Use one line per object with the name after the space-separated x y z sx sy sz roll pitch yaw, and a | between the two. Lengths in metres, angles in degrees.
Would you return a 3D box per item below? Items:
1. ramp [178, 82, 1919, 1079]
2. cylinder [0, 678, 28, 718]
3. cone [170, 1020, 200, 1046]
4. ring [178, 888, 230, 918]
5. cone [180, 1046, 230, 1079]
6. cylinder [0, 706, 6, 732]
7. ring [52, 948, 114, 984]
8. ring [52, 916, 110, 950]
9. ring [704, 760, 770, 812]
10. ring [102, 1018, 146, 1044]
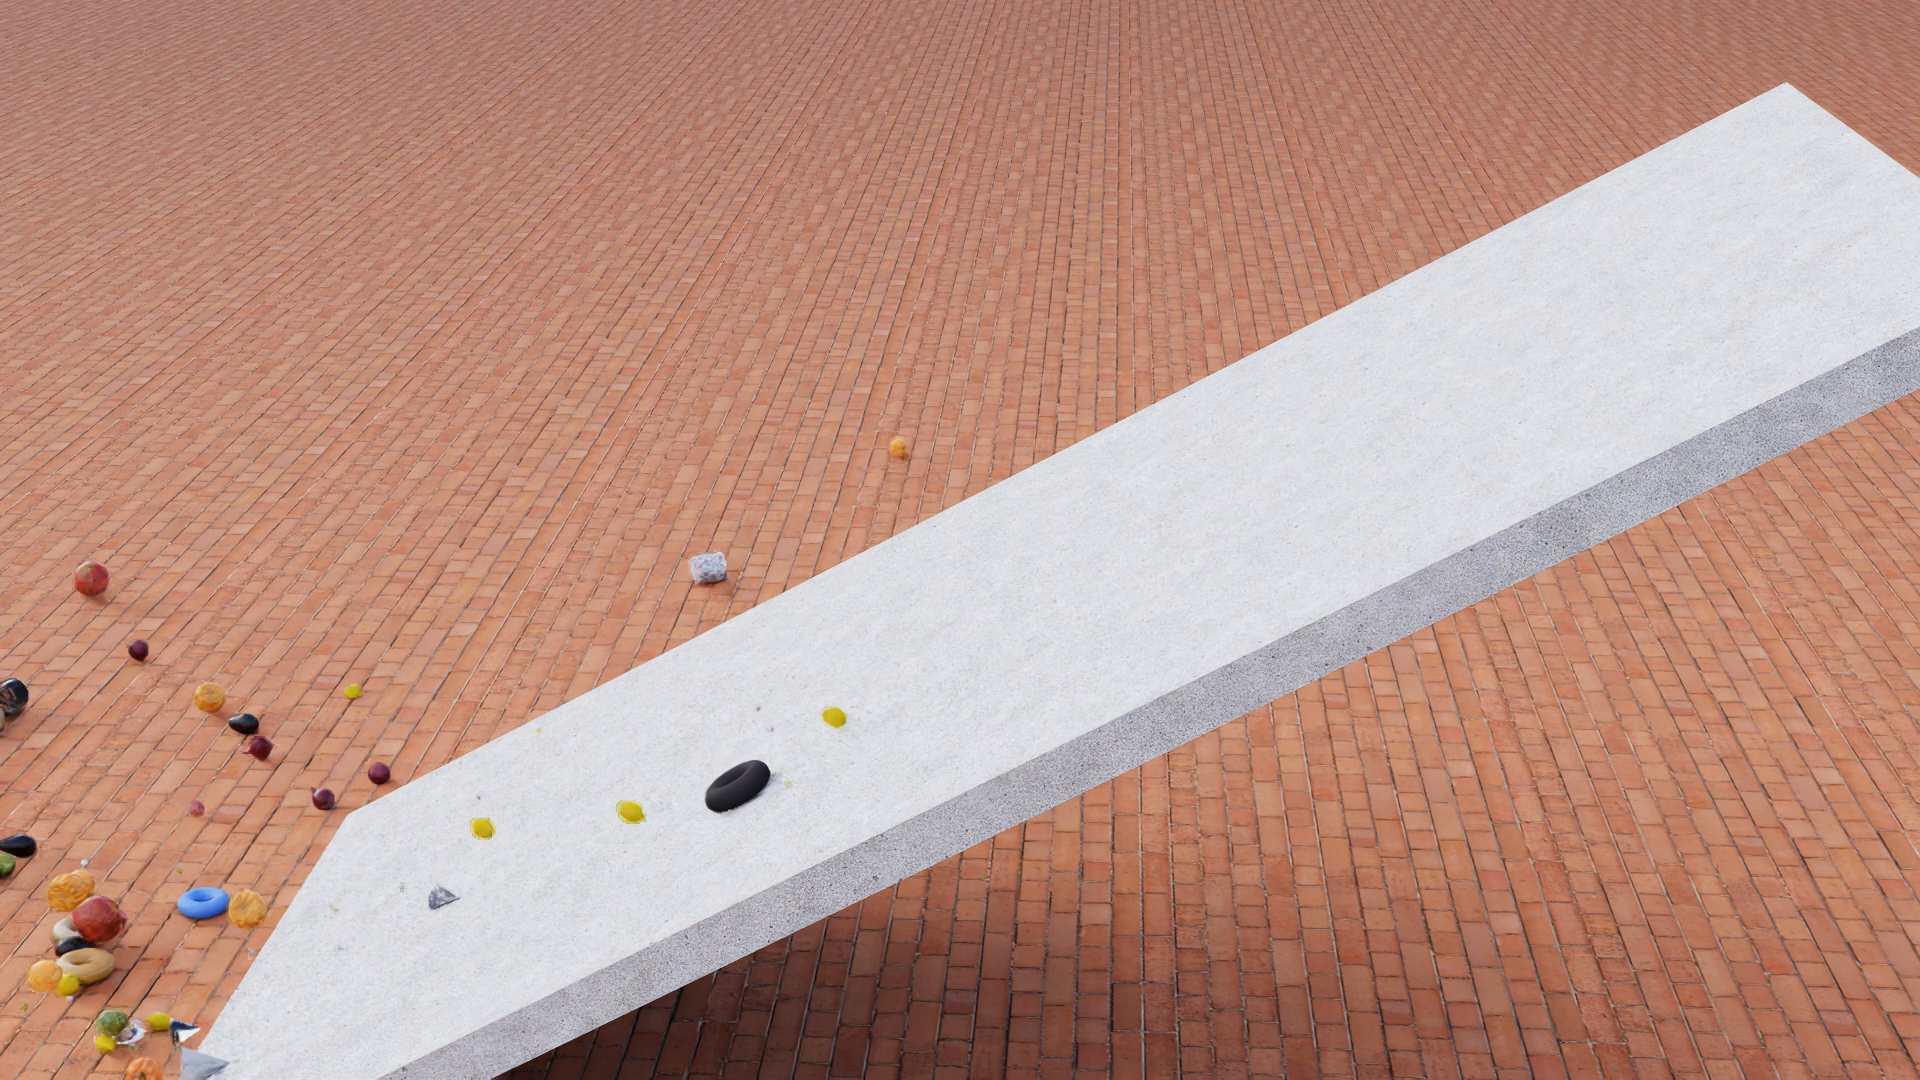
0.141 0.167 6.282 4.000 0.100 2.000 -27 14 11 | ramp
-2.764 0.459 8.518 0.091 0.091 0.091 6 19 17 | cylinder
-1.706 1.083 6.499 0.063 0.063 0.063 -9 19 -8 | cone
-1.862 0.894 7.243 0.126 0.042 0.126 1 18 0 | ring
-1.571 1.098 6.138 0.097 0.097 0.097 -6 19 -20 | cone
-2.774 0.512 8.365 0.085 0.085 0.085 -15 23 -37 | cylinder
-2.055 1.001 6.898 0.142 0.047 0.142 -1 16 0 | ring
-2.113 0.944 7.073 0.135 0.045 0.135 5 19 -2 | ring
-0.454 0.501 5.991 0.148 0.049 0.148 -29 13 7 | ring
-1.878 1.102 6.605 0.095 0.032 0.095 1 18 0 | ring
